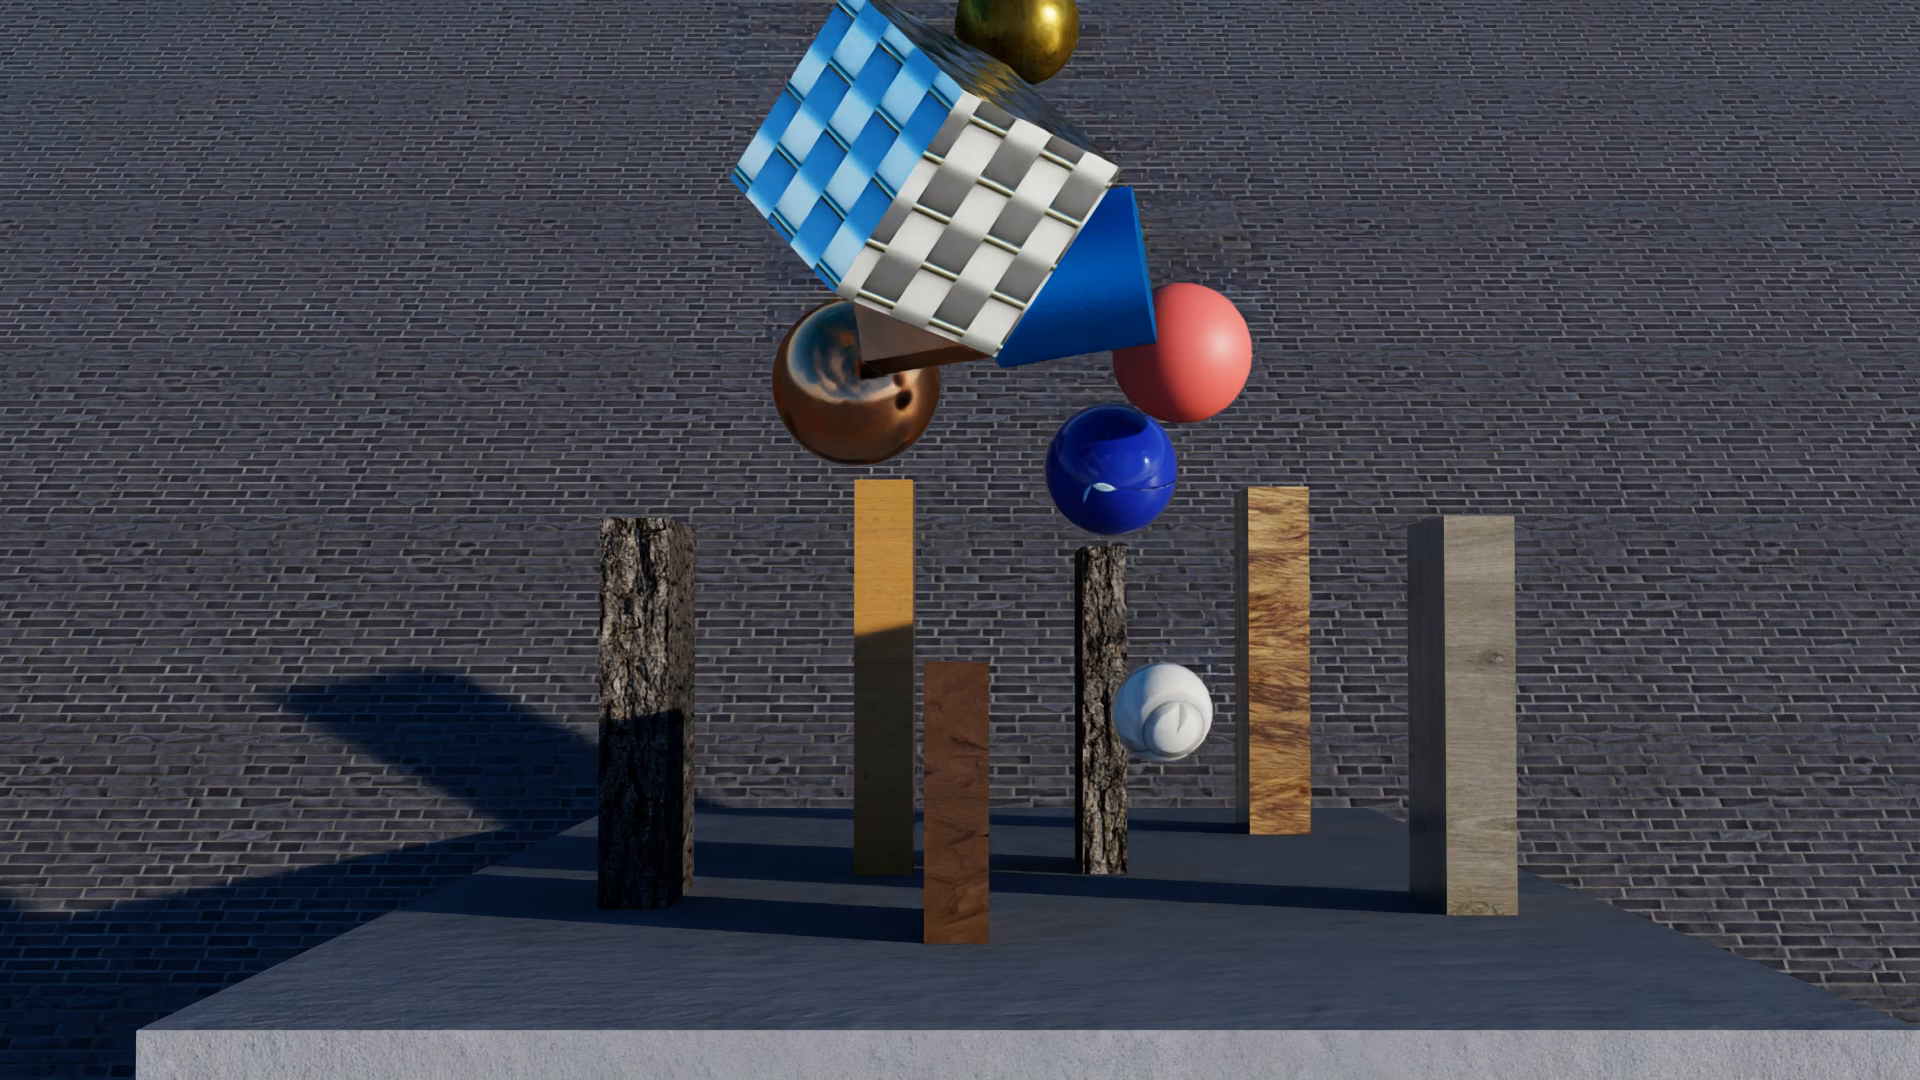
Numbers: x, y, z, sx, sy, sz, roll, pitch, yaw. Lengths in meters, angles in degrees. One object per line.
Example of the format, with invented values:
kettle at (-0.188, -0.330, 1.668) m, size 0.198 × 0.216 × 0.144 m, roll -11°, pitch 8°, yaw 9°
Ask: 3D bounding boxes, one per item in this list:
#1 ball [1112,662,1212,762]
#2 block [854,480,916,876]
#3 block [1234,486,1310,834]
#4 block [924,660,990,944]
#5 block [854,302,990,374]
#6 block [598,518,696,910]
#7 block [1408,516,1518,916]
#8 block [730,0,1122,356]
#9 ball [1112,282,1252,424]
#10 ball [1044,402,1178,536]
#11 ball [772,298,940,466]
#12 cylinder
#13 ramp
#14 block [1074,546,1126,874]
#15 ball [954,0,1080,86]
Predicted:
ball at (0.264, 0.224, 3.387) m, size 0.130 × 0.130 × 0.130 m, roll 0°, pitch 36°, yaw 0°
block at (-0.144, 0.263, 5.044) m, size 0.110 × 0.742 × 0.313 m, roll 0°, pitch -2°, yaw 0°
block at (0.730, 0.280, 6.098) m, size 0.139 × 0.795 × 0.302 m, roll 0°, pitch -2°, yaw 0°
block at (-0.005, 0.389, 3.981) m, size 0.094 × 0.405 × 0.441 m, roll 0°, pitch -2°, yaw 0°
block at (-0.033, -0.247, 2.613) m, size 0.130 × 0.130 × 0.130 m, roll -9°, pitch -3°, yaw 7°
block at (-0.534, 0.292, 4.463) m, size 0.114 × 0.639 × 0.420 m, roll 0°, pitch -2°, yaw 0°
block at (0.833, 0.287, 4.334) m, size 0.113 × 0.638 × 0.345 m, roll 0°, pitch -2°, yaw 0°
block at (-0.030, -0.308, 2.182) m, size 0.193 × 0.193 × 0.193 m, roll 18°, pitch 23°, yaw -44°
ball at (0.233, -0.196, 2.728) m, size 0.147 × 0.147 × 0.147 m, roll 0°, pitch 36°, yaw 0°
ball at (0.164, -0.077, 2.832) m, size 0.144 × 0.144 × 0.144 m, roll 0°, pitch 36°, yaw 0°
ball at (-0.118, -0.181, 2.965) m, size 0.192 × 0.192 × 0.192 m, roll 0°, pitch 36°, yaw 0°
cylinder at (0.105, -0.258, 2.556) m, size 0.155 × 0.155 × 0.155 m, roll -9°, pitch 36°, yaw 7°
ramp at (0.080, 0.679, 4.900) m, size 2.000 × 0.100 × 4.000 m, roll 0°, pitch -2°, yaw 0°
block at (0.273, 0.327, 5.077) m, size 0.083 × 0.617 × 0.340 m, roll 0°, pitch -2°, yaw 0°
ball at (0.056, -0.508, 2.559) m, size 0.123 × 0.123 × 0.123 m, roll 0°, pitch 36°, yaw 0°
